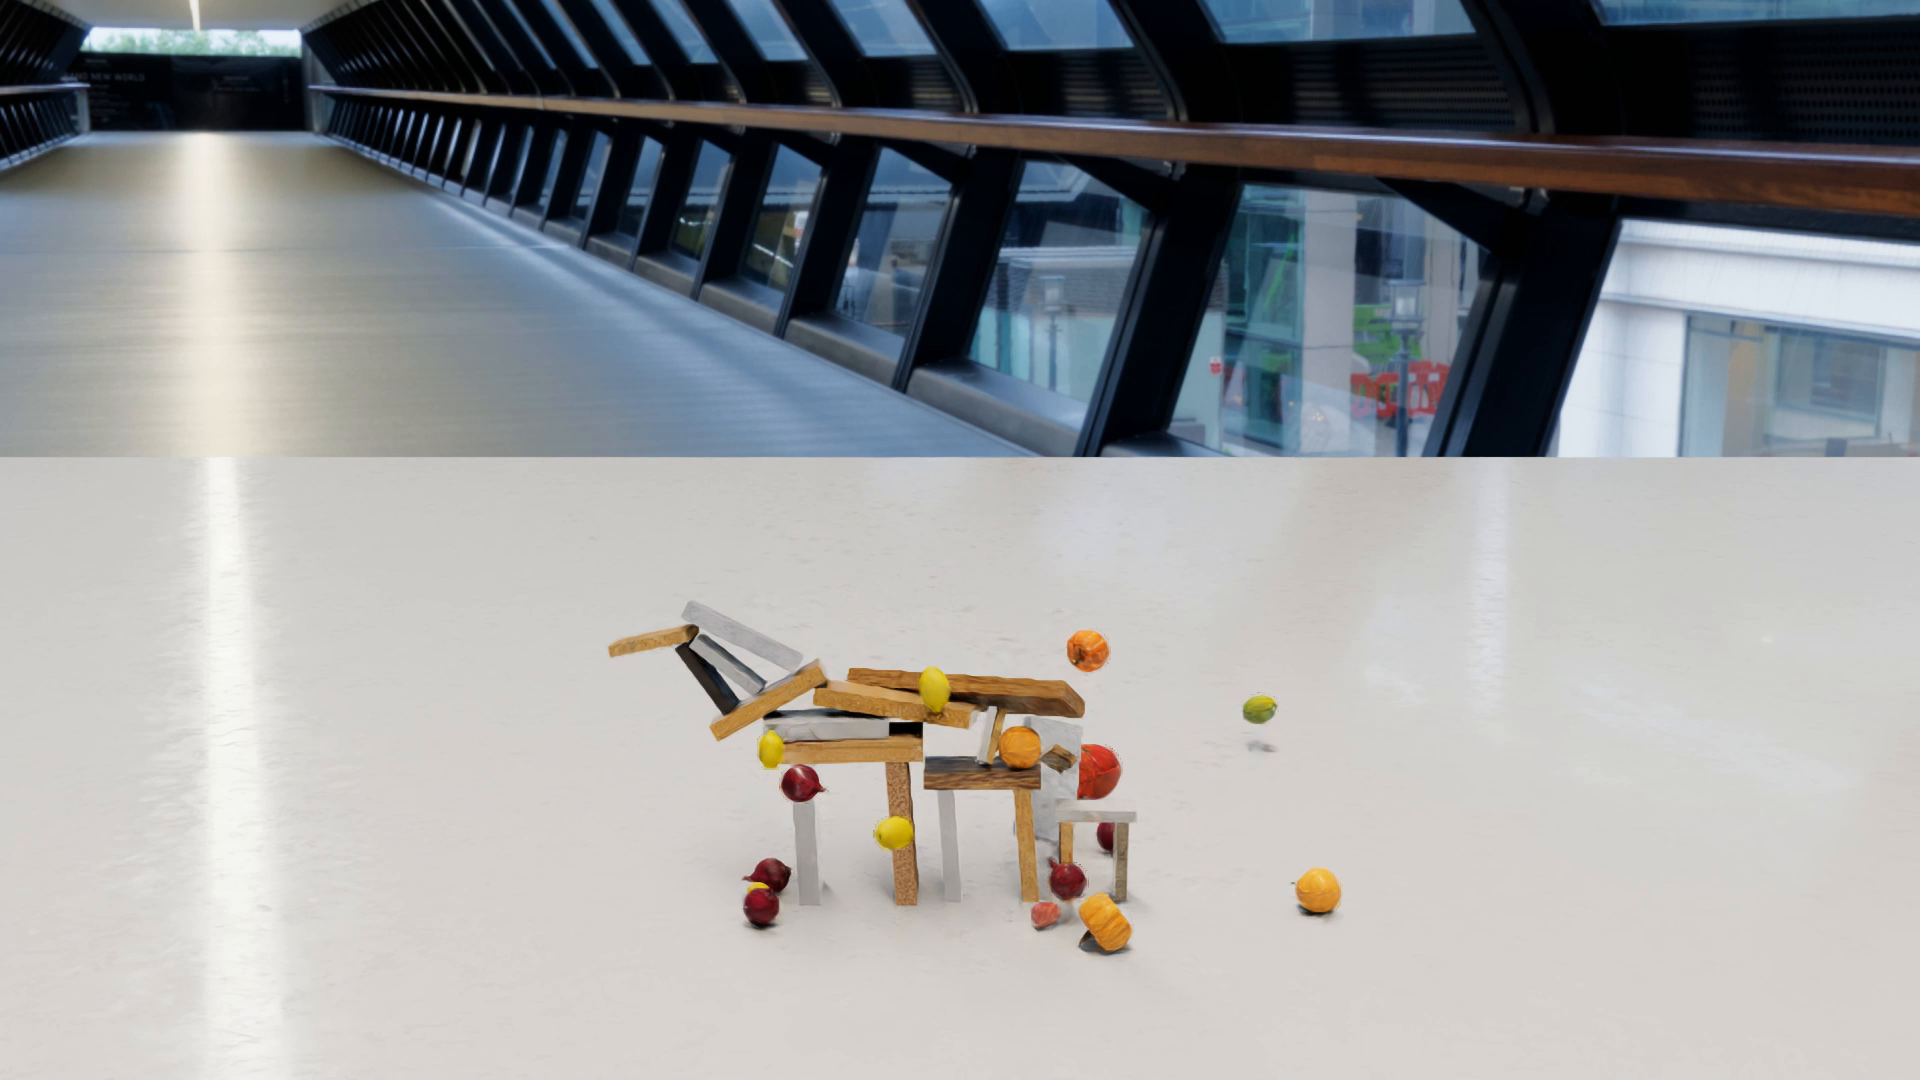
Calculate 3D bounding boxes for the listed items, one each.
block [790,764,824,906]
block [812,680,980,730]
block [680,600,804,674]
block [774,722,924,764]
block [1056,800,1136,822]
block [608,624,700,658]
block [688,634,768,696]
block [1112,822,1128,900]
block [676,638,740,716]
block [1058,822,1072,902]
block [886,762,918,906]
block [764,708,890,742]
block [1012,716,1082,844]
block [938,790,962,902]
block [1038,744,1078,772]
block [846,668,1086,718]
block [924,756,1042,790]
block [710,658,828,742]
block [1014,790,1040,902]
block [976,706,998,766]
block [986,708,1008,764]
[{"bbox_3d":[-0.253,0.471,3.649,0.034,0.240,0.120,-3,10,0],"label":"block"},{"bbox_3d":[-0.104,0.270,3.621,0.260,0.029,0.102,8,6,8],"label":"block"},{"bbox_3d":[-0.359,0.159,3.641,0.209,0.030,0.104,26,-1,-4],"label":"block"},{"bbox_3d":[-0.180,0.334,3.622,0.240,0.034,0.120,-1,10,0],"label":"block"},{"bbox_3d":[0.225,0.449,3.645,0.133,0.019,0.067,0,10,3],"label":"block"},{"bbox_3d":[-0.506,0.166,3.641,0.136,0.019,0.068,-12,6,13],"label":"block"},{"bbox_3d":[-0.382,0.206,3.630,0.136,0.019,0.068,38,6,1],"label":"block"},{"bbox_3d":[0.267,0.524,3.654,0.019,0.133,0.067,1,10,0],"label":"block"},{"bbox_3d":[-0.417,0.224,3.634,0.019,0.136,0.068,-36,3,7],"label":"block"},{"bbox_3d":[0.176,0.525,3.652,0.019,0.133,0.067,0,11,0],"label":"block"},{"bbox_3d":[-0.096,0.470,3.650,0.034,0.240,0.120,-4,10,1],"label":"block"},{"bbox_3d":[-0.220,0.302,3.615,0.204,0.029,0.102,-2,8,-5],"label":"block"},{"bbox_3d":[0.153,0.418,3.820,0.104,0.209,0.030,14,-19,-24],"label":"block"},{"bbox_3d":[-0.017,0.494,3.656,0.027,0.192,0.096,-4,10,1],"label":"block"},{"bbox_3d":[0.162,0.364,3.661,0.046,0.013,0.093,31,-20,-4],"label":"block"},{"bbox_3d":[0.008,0.255,3.670,0.392,0.030,0.104,2,-21,24],"label":"block"},{"bbox_3d":[0.037,0.386,3.637,0.192,0.027,0.096,0,11,1],"label":"block"},{"bbox_3d":[-0.315,0.263,3.636,0.204,0.029,0.102,-29,5,0],"label":"block"},{"bbox_3d":[0.109,0.494,3.656,0.027,0.192,0.096,-5,10,1],"label":"block"},{"bbox_3d":[0.043,0.320,3.600,0.013,0.093,0.046,13,-15,-3],"label":"block"},{"bbox_3d":[0.058,0.322,3.627,0.013,0.093,0.046,15,-4,-1],"label":"block"}]
